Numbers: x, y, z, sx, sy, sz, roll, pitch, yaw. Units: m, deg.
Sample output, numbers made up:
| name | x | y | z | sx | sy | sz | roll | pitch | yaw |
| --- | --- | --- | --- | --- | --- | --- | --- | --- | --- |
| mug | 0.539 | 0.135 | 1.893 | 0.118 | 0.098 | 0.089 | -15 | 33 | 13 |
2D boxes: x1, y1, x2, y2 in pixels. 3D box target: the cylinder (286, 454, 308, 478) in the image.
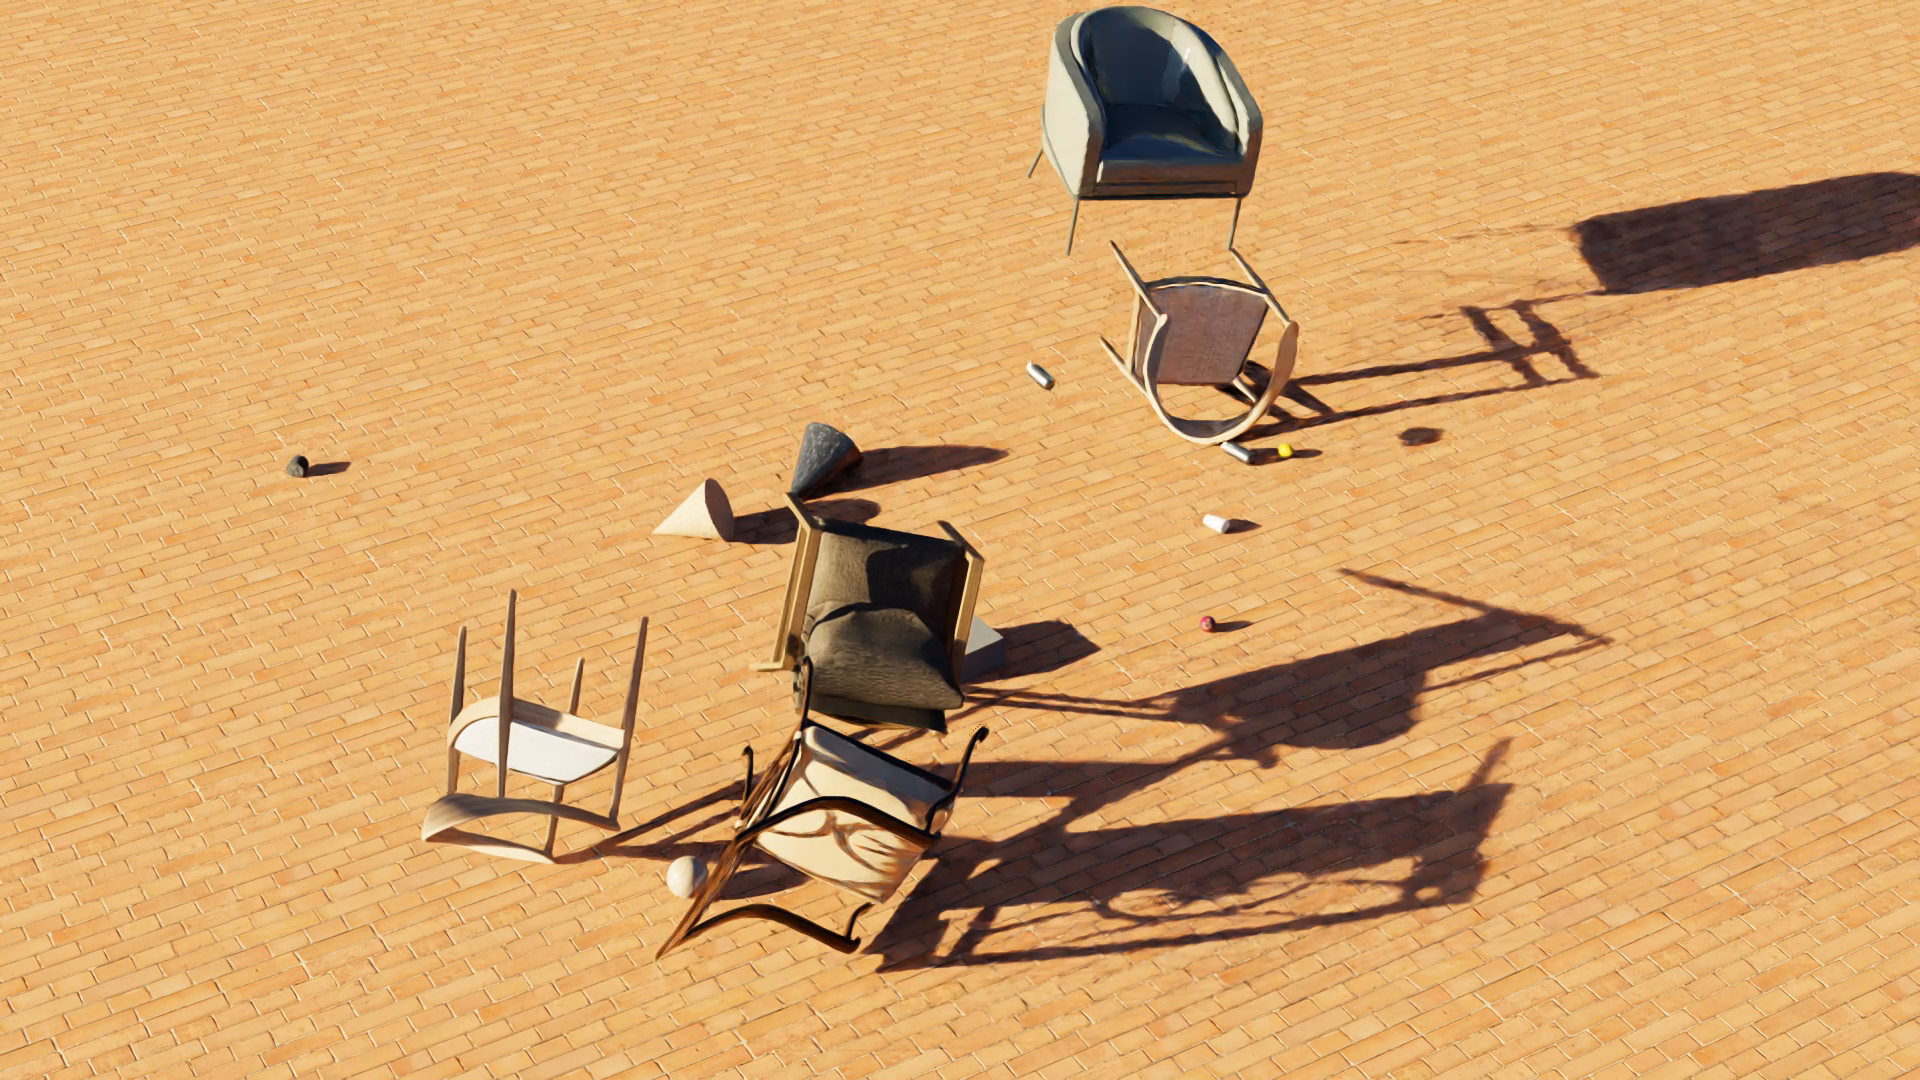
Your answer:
| name | x | y | z | sx | sy | sz | roll | pitch | yaw |
| --- | --- | --- | --- | --- | --- | --- | --- | --- | --- |
| cylinder | -2.558 | -0.285 | 11.319 | 0.069 | 0.064 | 0.064 | 3 | 39 | 11 |

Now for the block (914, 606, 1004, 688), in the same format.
| name | x | y | z | sx | sy | sz | roll | pitch | yaw |
| --- | --- | --- | --- | --- | --- | --- | --- | --- | --- |
| block | -0.004 | 0.373 | 10.267 | 0.214 | 0.122 | 0.241 | -23 | 40 | -30 |

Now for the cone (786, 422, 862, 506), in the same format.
| name | x | y | z | sx | sy | sz | roll | pitch | yaw |
| --- | --- | --- | --- | --- | --- | --- | --- | --- | --- |
| cone | -0.574 | -0.248 | 11.214 | 0.278 | 0.246 | 0.325 | 8 | 52 | 45 |

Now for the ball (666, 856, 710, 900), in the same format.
| name | x | y | z | sx | sy | sz | roll | pitch | yaw |
| --- | --- | --- | --- | --- | --- | --- | --- | --- | --- |
| ball | -0.853 | 1.061 | 9.210 | 0.137 | 0.137 | 0.137 | 0 | 33 | 0 |

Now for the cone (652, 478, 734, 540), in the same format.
| name | x | y | z | sx | sy | sz | roll | pitch | yaw |
| --- | --- | --- | --- | --- | --- | --- | --- | --- | --- |
| cone | -1.025 | -0.069 | 10.947 | 0.283 | 0.242 | 0.273 | -19 | 15 | 14 |
